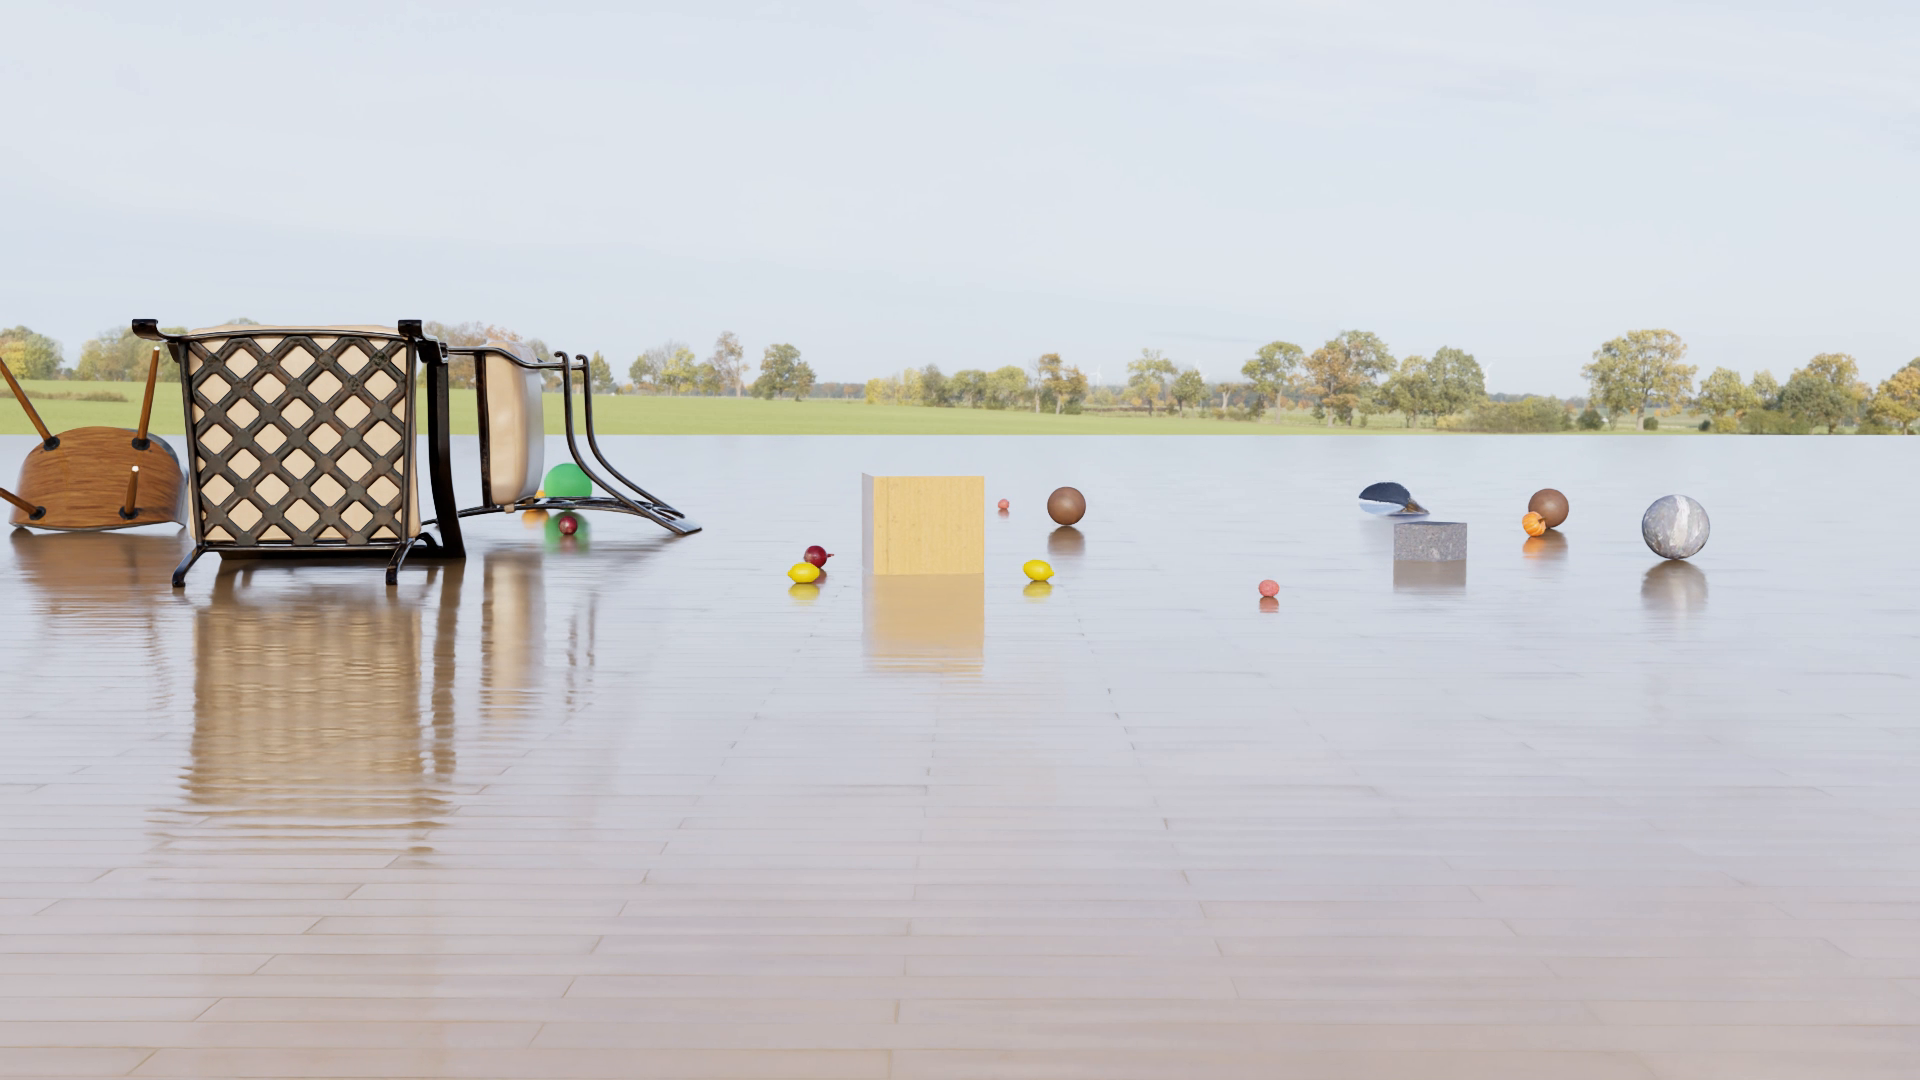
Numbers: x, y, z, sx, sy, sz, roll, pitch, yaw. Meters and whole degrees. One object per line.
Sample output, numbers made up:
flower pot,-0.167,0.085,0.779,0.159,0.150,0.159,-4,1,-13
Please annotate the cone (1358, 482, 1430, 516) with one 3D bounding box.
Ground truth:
cone,1.601,-0.121,7.866,0.254,0.123,0.243,14,-9,-36

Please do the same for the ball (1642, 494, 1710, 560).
ball,1.884,-0.034,5.790,0.172,0.172,0.172,0,4,0

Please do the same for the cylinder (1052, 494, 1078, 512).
cylinder,0.384,-0.131,8.076,0.071,0.052,0.066,-20,-21,23

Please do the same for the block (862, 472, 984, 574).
block,-0.095,-0.046,5.472,0.271,0.238,0.273,-1,4,-9

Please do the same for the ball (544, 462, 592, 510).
ball,-1.443,-0.196,8.098,0.178,0.178,0.178,0,4,0

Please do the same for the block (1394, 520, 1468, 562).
block,1.245,0.003,5.817,0.131,0.094,0.158,3,5,40
